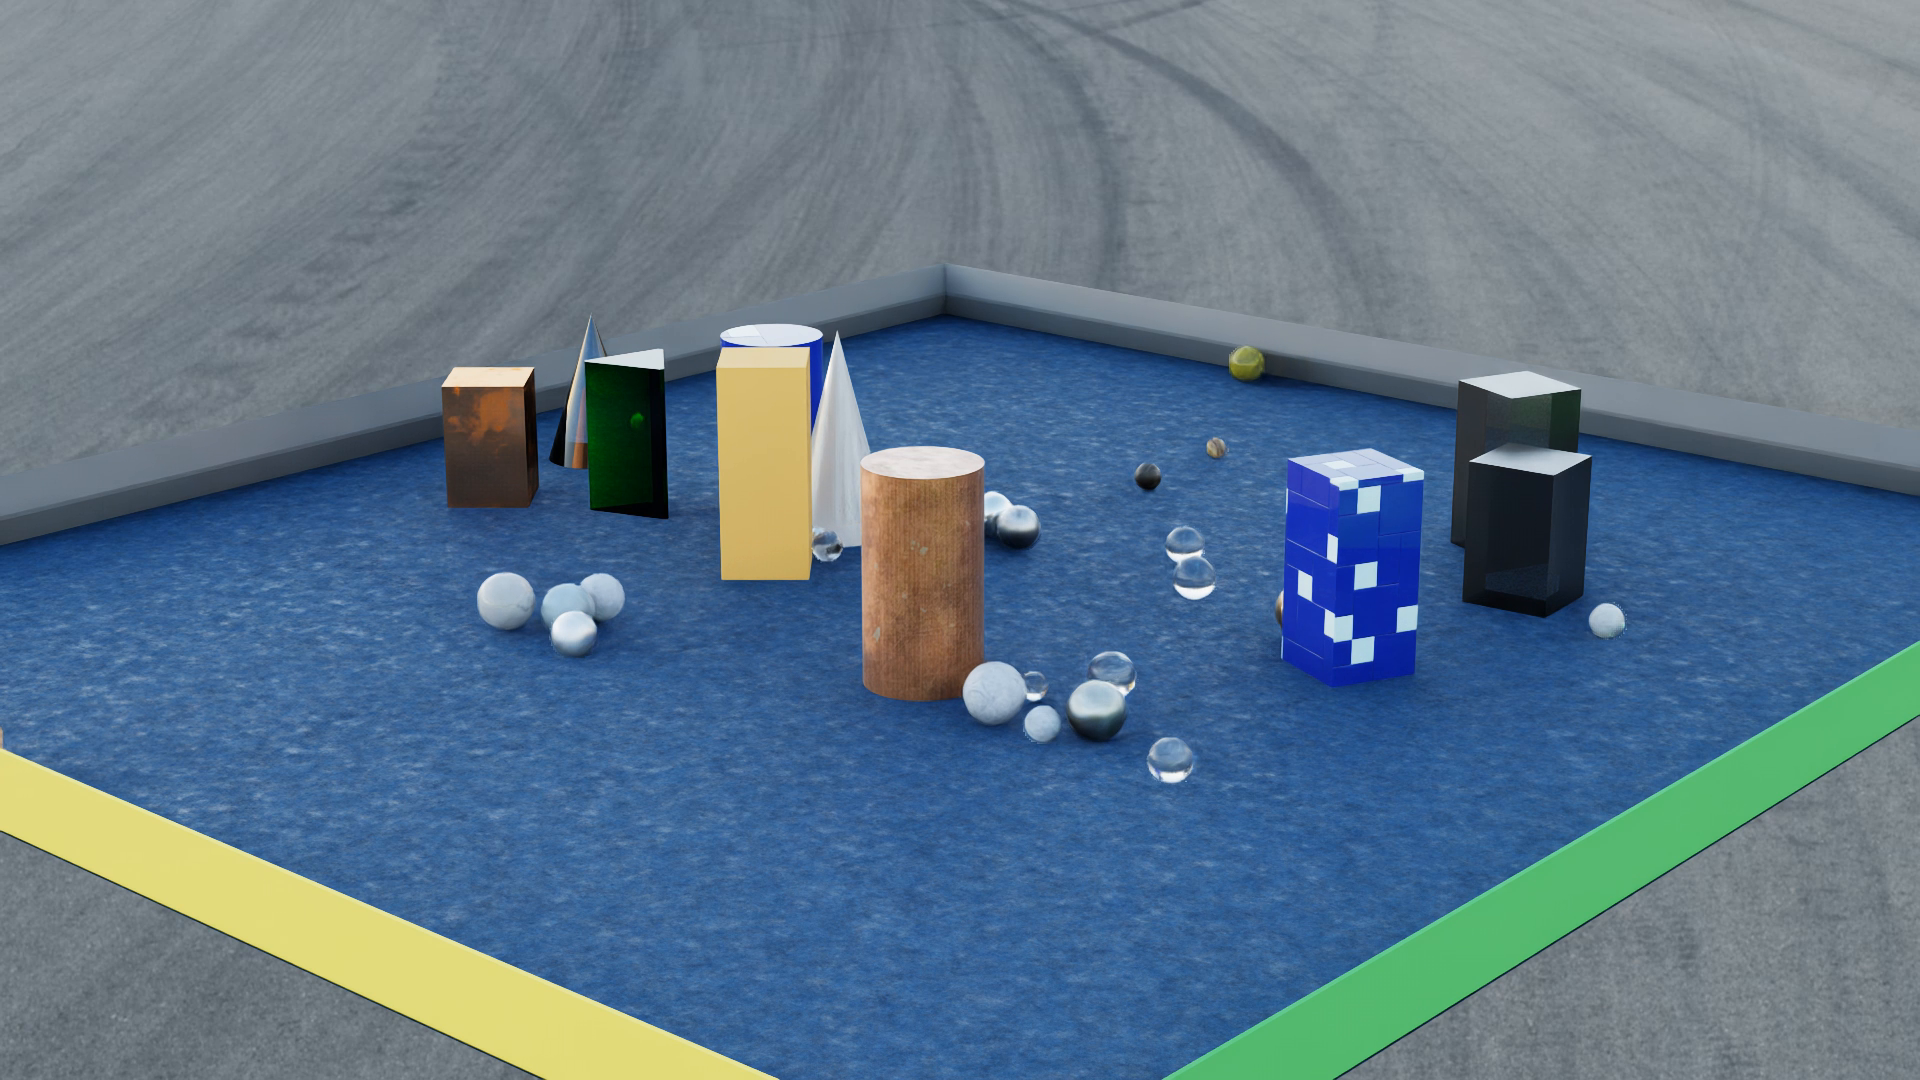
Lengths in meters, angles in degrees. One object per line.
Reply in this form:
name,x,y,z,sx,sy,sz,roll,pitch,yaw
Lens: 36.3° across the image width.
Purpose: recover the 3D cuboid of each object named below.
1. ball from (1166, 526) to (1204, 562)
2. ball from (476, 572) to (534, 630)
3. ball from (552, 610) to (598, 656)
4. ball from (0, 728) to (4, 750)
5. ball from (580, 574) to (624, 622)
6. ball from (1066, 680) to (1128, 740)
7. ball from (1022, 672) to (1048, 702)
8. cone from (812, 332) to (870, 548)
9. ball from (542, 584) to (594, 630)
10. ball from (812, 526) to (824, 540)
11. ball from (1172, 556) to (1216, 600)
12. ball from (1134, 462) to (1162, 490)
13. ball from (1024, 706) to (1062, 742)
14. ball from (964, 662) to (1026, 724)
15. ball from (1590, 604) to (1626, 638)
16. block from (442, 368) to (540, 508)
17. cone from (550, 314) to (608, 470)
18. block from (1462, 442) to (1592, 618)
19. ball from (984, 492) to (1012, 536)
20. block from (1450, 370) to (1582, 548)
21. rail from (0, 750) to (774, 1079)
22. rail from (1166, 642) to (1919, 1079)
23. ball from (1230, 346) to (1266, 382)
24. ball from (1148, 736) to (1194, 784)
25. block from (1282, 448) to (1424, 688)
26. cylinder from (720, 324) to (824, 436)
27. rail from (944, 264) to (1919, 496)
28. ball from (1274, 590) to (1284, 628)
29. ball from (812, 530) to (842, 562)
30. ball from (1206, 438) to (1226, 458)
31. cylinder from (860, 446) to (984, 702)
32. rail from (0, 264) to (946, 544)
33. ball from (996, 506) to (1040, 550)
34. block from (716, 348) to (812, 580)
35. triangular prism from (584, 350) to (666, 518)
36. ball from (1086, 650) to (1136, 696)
ball,0.406,0.010,5.296,0.069,0.069,0.069,0,17,0
ball,-0.765,0.103,4.939,0.097,0.097,0.097,0,17,0
ball,-0.632,0.153,4.809,0.075,0.075,0.075,0,17,0
ball,-1.454,0.295,4.317,0.088,0.088,0.088,0,17,0
ball,-0.611,0.097,4.985,0.082,0.082,0.082,0,17,0
ball,0.207,0.258,4.436,0.091,0.091,0.091,0,17,0
ball,0.116,0.230,4.605,0.046,0.046,0.046,0,17,0
cone,-0.225,-0.200,5.441,0.195,0.387,0.195,0,17,0
ball,-0.656,0.117,4.907,0.089,0.089,0.089,0,17,0
ball,-0.264,-0.004,5.386,0.044,0.044,0.044,0,17,0
ball,0.407,0.066,5.099,0.076,0.076,0.076,0,17,0
ball,0.370,-0.125,5.770,0.054,0.054,0.054,0,17,0
ball,0.126,0.277,4.433,0.055,0.055,0.055,0,17,0
ball,0.053,0.235,4.501,0.097,0.097,0.097,0,17,0
ball,1.081,0.135,4.898,0.059,0.059,0.059,0,17,0
block,-0.910,-0.200,5.694,0.156,0.240,0.156,0,17,0
cone,-0.745,-0.315,5.972,0.195,0.301,0.195,0,17,0
block,0.981,-0.019,5.073,0.156,0.253,0.156,12,20,34
ball,0.060,-0.048,5.465,0.082,0.082,0.082,0,17,0
block,1.014,-0.134,5.356,0.156,0.309,0.156,-8,19,-26
rail,-1.100,0.398,3.907,3.060,0.127,0.045,14,22,39
rail,1.138,0.317,4.175,0.045,0.127,3.403,14,22,39
ball,0.651,-0.398,6.630,0.080,0.080,0.080,0,17,0
ball,0.307,0.320,4.269,0.068,0.068,0.068,0,17,0
block,0.630,0.043,4.719,0.156,0.339,0.156,-8,18,-24
cylinder,-0.359,-0.231,5.634,0.195,0.334,0.195,0,17,0
rail,1.100,-0.334,6.333,3.060,0.127,0.045,14,22,39
ball,0.573,0.118,4.891,0.096,0.096,0.096,0,17,0
ball,-0.241,0.011,5.313,0.057,0.057,0.057,0,17,0
ball,0.524,-0.189,6.002,0.041,0.041,0.041,0,17,0
cylinder,-0.059,0.052,4.648,0.195,0.363,0.195,0,17,0
rail,-1.138,-0.253,6.066,0.045,0.127,3.403,14,22,39
ball,0.107,-0.024,5.387,0.081,0.081,0.081,0,17,0
block,-0.347,-0.137,5.232,0.156,0.387,0.156,0,17,0
triangular prism,-0.607,-0.209,5.635,0.169,0.293,0.146,7,18,22
ball,0.238,0.213,4.606,0.078,0.078,0.078,0,17,0
